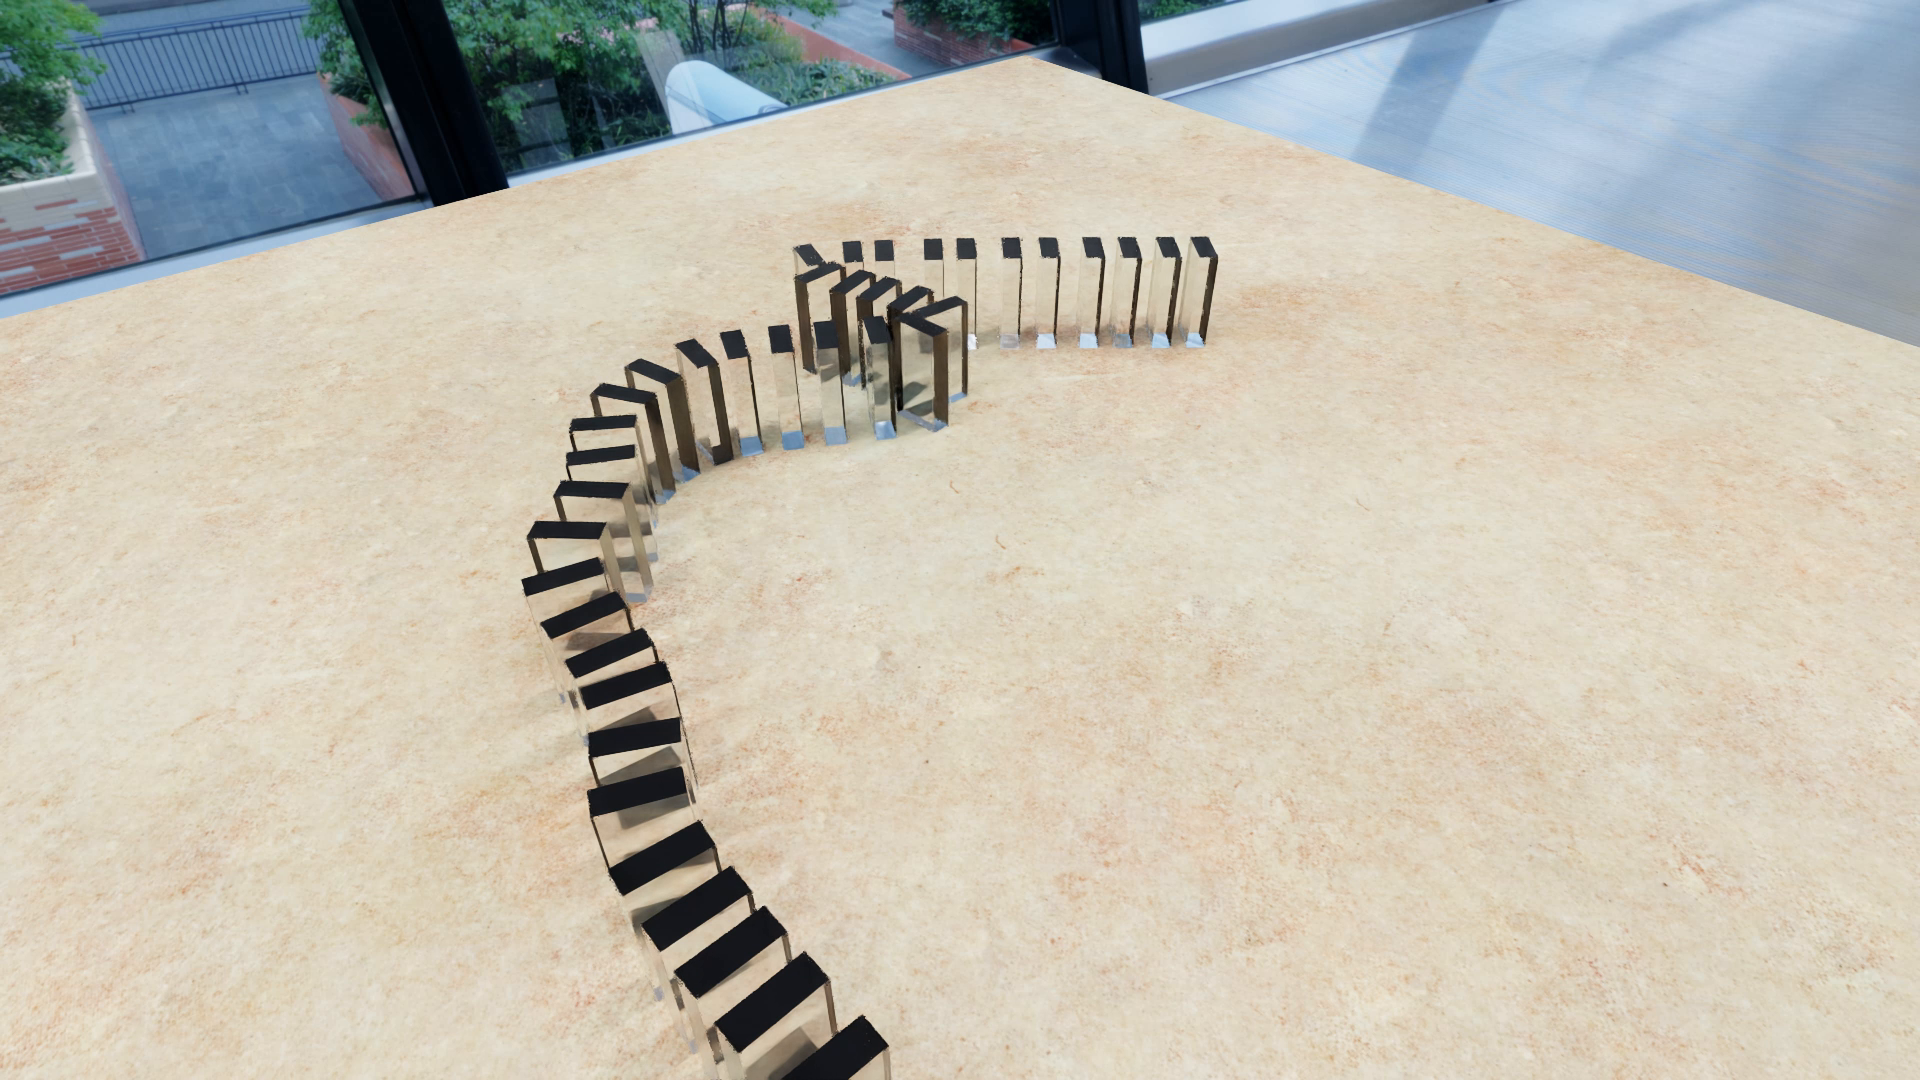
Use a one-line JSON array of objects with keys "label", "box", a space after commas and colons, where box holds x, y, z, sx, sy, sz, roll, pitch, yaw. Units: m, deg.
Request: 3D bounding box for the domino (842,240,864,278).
[{"label": "domino", "box": [-0.053, -0.124, 0.563, 0.009, 0.050, 0.025, -5, 40, -6]}]

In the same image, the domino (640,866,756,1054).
[{"label": "domino", "box": [-0.063, 0.108, 0.280, 0.025, 0.050, 0.010, -29, 47, -30]}]

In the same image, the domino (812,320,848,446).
[{"label": "domino", "box": [-0.059, -0.071, 0.498, 0.009, 0.050, 0.025, -7, 40, -8]}]

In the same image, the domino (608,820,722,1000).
[{"label": "domino", "box": [-0.075, 0.099, 0.291, 0.025, 0.050, 0.010, -25, 45, -27]}]

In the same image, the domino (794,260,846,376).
[{"label": "domino", "box": [-0.067, -0.110, 0.546, 0.010, 0.050, 0.025, 31, 48, 32]}]

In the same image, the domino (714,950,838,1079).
[{"label": "domino", "box": [-0.042, 0.122, 0.262, 0.025, 0.050, 0.009, -31, 48, -32]}]

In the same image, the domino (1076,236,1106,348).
[{"label": "domino", "box": [0.067, -0.127, 0.567, 0.010, 0.050, 0.025, 0, 39, 0]}]

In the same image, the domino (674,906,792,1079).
[{"label": "domino", "box": [-0.053, 0.115, 0.271, 0.025, 0.050, 0.009, -30, 48, -32]}]

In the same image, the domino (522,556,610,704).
[{"label": "domino", "box": [-0.129, 0.031, 0.373, 0.025, 0.050, 0.010, -18, 43, -21]}]

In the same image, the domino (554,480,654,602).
[{"label": "domino", "box": [-0.132, 0.001, 0.410, 0.025, 0.050, 0.010, 2, 39, 3]}]

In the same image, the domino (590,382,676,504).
[{"label": "domino", "box": [-0.136, -0.040, 0.460, 0.025, 0.050, 0.009, 11, 41, 14]}]

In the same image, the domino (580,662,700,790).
[{"label": "domino", "box": [-0.097, 0.062, 0.336, 0.025, 0.050, 0.009, -18, 43, -21]}]

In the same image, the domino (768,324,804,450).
[{"label": "domino", "box": [-0.078, -0.068, 0.495, 0.010, 0.050, 0.025, -8, 40, -9]}]

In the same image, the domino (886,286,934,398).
[{"label": "domino", "box": [-0.023, -0.093, 0.525, 0.009, 0.050, 0.025, 23, 44, 25]}]

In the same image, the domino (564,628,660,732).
[{"label": "domino", "box": [-0.105, 0.053, 0.347, 0.025, 0.050, 0.009, -24, 45, -26]}]

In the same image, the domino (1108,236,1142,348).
[{"label": "domino", "box": [0.085, -0.127, 0.567, 0.009, 0.050, 0.025, 0, 39, 0]}]

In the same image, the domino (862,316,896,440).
[{"label": "domino", "box": [-0.037, -0.074, 0.501, 0.010, 0.050, 0.025, -8, 40, -10]}]

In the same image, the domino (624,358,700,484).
[{"label": "domino", "box": [-0.128, -0.051, 0.474, 0.025, 0.050, 0.010, 24, 45, 26]}]

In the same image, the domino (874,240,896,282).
[{"label": "domino", "box": [-0.038, -0.125, 0.564, 0.009, 0.050, 0.025, -3, 39, -4]}]

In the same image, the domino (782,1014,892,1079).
[{"label": "domino", "box": [-0.028, 0.132, 0.251, 0.025, 0.050, 0.009, -29, 48, -31]}]

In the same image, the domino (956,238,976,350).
[{"label": "domino", "box": [0.003, -0.127, 0.566, 0.009, 0.050, 0.025, -1, 39, -1]}]

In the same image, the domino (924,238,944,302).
[{"label": "domino", "box": [-0.013, -0.126, 0.565, 0.010, 0.050, 0.025, -2, 39, -2]}]

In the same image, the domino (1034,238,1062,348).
[{"label": "domino", "box": [0.045, -0.127, 0.567, 0.009, 0.050, 0.025, -1, 39, -1]}]

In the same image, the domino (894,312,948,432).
[{"label": "domino", "box": [-0.018, -0.077, 0.505, 0.025, 0.050, 0.009, 31, 48, 32]}]

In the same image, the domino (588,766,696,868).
[{"label": "domino", "box": [-0.085, 0.086, 0.307, 0.025, 0.050, 0.010, -12, 41, -15]}]

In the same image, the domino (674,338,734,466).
[{"label": "domino", "box": [-0.113, -0.061, 0.485, 0.009, 0.050, 0.025, -23, 45, -26]}]

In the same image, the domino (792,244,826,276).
[{"label": "domino", "box": [-0.075, -0.122, 0.560, 0.009, 0.050, 0.025, -16, 42, -18]}]

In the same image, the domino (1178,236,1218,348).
[{"label": "domino", "box": [0.122, -0.128, 0.567, 0.010, 0.050, 0.025, -1, 39, -2]}]

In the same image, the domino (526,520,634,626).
[{"label": "domino", "box": [-0.134, 0.016, 0.392, 0.025, 0.050, 0.009, 1, 39, 1]}]

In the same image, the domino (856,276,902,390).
[{"label": "domino", "box": [-0.038, -0.099, 0.532, 0.009, 0.050, 0.025, 20, 44, 23]}]

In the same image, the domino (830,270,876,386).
[{"label": "domino", "box": [-0.051, -0.103, 0.538, 0.009, 0.050, 0.025, 21, 44, 23]}]

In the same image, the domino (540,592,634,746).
[{"label": "domino", "box": [-0.117, 0.043, 0.359, 0.025, 0.050, 0.010, -25, 45, -27]}]

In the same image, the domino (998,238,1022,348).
[{"label": "domino", "box": [0.026, -0.127, 0.566, 0.009, 0.050, 0.025, -1, 39, -1]}]

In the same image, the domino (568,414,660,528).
[{"label": "domino", "box": [-0.139, -0.026, 0.443, 0.025, 0.050, 0.010, -5, 40, -6]}]

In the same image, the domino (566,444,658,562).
[{"label": "domino", "box": [-0.134, -0.012, 0.427, 0.025, 0.050, 0.009, -8, 40, -10]}]

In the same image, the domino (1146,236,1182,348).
[{"label": "domino", "box": [0.105, -0.128, 0.567, 0.009, 0.050, 0.025, 0, 39, -1]}]

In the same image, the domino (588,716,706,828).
[{"label": "domino", "box": [-0.090, 0.074, 0.321, 0.025, 0.050, 0.009, -9, 40, -10]}]

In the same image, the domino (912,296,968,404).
[{"label": "domino", "box": [-0.009, -0.087, 0.518, 0.025, 0.050, 0.009, -26, 46, -28]}]

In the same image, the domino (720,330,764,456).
[{"label": "domino", "box": [-0.097, -0.065, 0.491, 0.010, 0.050, 0.025, -12, 41, -14]}]
